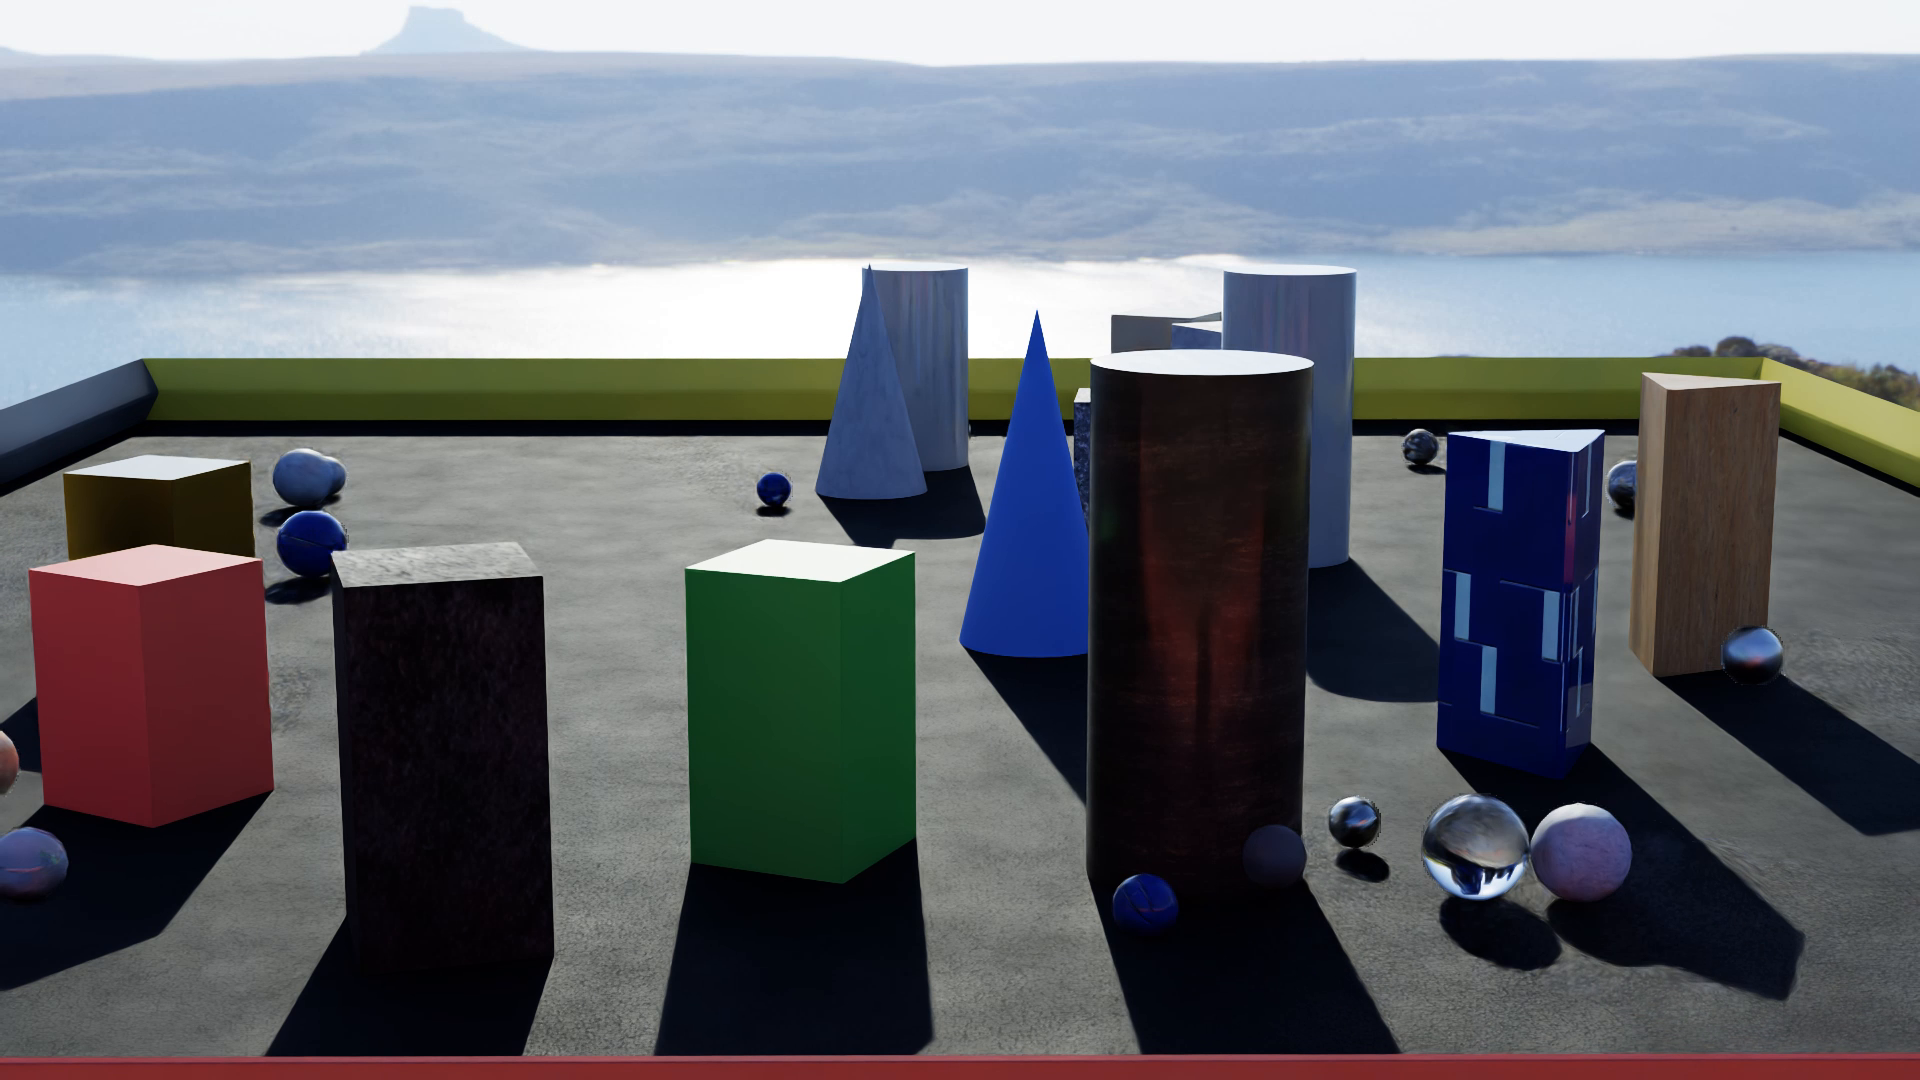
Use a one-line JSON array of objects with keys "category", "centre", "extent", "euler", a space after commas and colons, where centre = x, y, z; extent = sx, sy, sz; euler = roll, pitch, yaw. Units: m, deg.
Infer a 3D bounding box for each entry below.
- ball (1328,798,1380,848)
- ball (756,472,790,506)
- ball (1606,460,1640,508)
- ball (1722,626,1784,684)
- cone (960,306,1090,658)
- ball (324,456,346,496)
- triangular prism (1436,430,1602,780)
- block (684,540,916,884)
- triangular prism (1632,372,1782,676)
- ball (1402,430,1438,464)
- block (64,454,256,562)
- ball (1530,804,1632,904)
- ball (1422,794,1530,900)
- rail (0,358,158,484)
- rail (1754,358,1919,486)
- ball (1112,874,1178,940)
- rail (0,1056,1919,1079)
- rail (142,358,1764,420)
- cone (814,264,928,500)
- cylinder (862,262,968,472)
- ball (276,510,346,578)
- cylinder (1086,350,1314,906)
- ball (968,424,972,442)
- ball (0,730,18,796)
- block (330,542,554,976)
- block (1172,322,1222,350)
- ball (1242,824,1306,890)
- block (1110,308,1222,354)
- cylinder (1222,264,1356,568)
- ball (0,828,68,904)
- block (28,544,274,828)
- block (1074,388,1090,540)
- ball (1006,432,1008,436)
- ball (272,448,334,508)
[{"category": "ball", "centre": [0.369, 0.265, 2.405], "extent": [0.047, 0.047, 0.047], "euler": [0, 11, 0]}, {"category": "ball", "centre": [-0.311, -0.085, 4.282], "extent": [0.057, 0.057, 0.057], "euler": [0, 11, 0]}, {"category": "ball", "centre": [1.113, -0.092, 4.260], "extent": [0.079, 0.079, 0.079], "euler": [0, 11, 0]}, {"category": "ball", "centre": [0.943, 0.137, 3.052], "extent": [0.069, 0.069, 0.069], "euler": [0, 11, 0]}, {"category": "cone", "centre": [0.096, -0.082, 3.250], "extent": [0.196, 0.428, 0.196], "euler": [0, 11, 0]}, {"category": "ball", "centre": [-1.084, -0.110, 4.388], "extent": [0.067, 0.067, 0.067], "euler": [0, 11, 0]}, {"category": "triangular prism", "centre": [0.626, 0.059, 2.726], "extent": [0.147, 0.342, 0.170], "euler": [-8, 13, -36]}, {"category": "block", "centre": [-0.145, 0.155, 2.386], "extent": [0.157, 0.277, 0.157], "euler": [5, 11, 24]}, {"category": "triangular prism", "centre": [0.884, -0.025, 3.161], "extent": [0.170, 0.348, 0.147], "euler": [-5, 12, -25]}, {"category": "ball", "centre": [0.847, -0.171, 4.724], "extent": [0.066, 0.066, 0.066], "euler": [0, 11, 0]}, {"category": "block", "centre": [-0.985, 0.028, 3.174], "extent": [0.157, 0.239, 0.157], "euler": [4, 11, 20]}, {"category": "ball", "centre": [0.546, 0.275, 2.257], "extent": [0.087, 0.087, 0.087], "euler": [0, 11, 0]}, {"category": "ball", "centre": [0.455, 0.271, 2.263], "extent": [0.094, 0.094, 0.094], "euler": [0, 11, 0]}, {"category": "rail", "centre": [-1.656, 0.034, 3.440], "extent": [0.045, 0.127, 3.803], "euler": [0, 11, 0]}, {"category": "rail", "centre": [1.656, 0.031, 3.458], "extent": [0.045, 0.127, 3.803], "euler": [0, 11, 0]}, {"category": "ball", "centre": [0.156, 0.309, 2.160], "extent": [0.056, 0.056, 0.056], "euler": [0, 11, 0]}, {"category": "rail", "centre": [0.011, 0.375, 1.602], "extent": [3.360, 0.127, 0.045], "euler": [0, 11, 0]}, {"category": "rail", "centre": [-0.011, -0.310, 5.295], "extent": [3.360, 0.127, 0.045], "euler": [0, 11, 0]}, {"category": "cone", "centre": [-0.154, -0.281, 4.412], "extent": [0.196, 0.395, 0.196], "euler": [0, 11, 0]}, {"category": "cylinder", "centre": [-0.082, -0.320, 4.712], "extent": [0.196, 0.363, 0.196], "euler": [0, 11, 0]}, {"category": "ball", "centre": [-0.930, 0.005, 3.683], "extent": [0.098, 0.098, 0.098], "euler": [0, 11, 0]}, {"category": "cylinder", "centre": [0.213, 0.073, 2.305], "extent": [0.196, 0.468, 0.196], "euler": [0, 11, 0]}, {"category": "ball", "centre": [-0.005, -0.206, 4.937], "extent": [0.057, 0.057, 0.057], "euler": [0, 11, 0]}, {"category": "ball", "centre": [-0.980, 0.223, 2.557], "extent": [0.079, 0.079, 0.079], "euler": [0, 11, 0]}, {"category": "block", "centre": [-0.434, 0.177, 2.146], "extent": [0.157, 0.321, 0.157], "euler": [-3, 11, -17]}, {"category": "block", "centre": [0.460, -0.208, 4.280], "extent": [0.157, 0.299, 0.157], "euler": [-6, 12, -28]}, {"category": "ball", "centre": [0.273, 0.275, 2.229], "extent": [0.056, 0.056, 0.056], "euler": [0, 11, 0]}, {"category": "block", "centre": [0.380, -0.279, 4.716], "extent": [0.157, 0.279, 0.157], "euler": [5, 12, 27]}, {"category": "cylinder", "centre": [0.484, -0.186, 3.810], "extent": [0.196, 0.429, 0.196], "euler": [0, 11, 0]}, {"category": "ball", "centre": [-0.819, 0.286, 2.256], "extent": [0.067, 0.067, 0.067], "euler": [0, 11, 0]}, {"category": "block", "centre": [-0.806, 0.141, 2.563], "extent": [0.157, 0.239, 0.157], "euler": [6, 12, 31]}, {"category": "block", "centre": [0.245, -0.079, 3.691], "extent": [0.157, 0.260, 0.157], "euler": [1, 11, 5]}, {"category": "ball", "centre": [0.112, -0.198, 4.920], "extent": [0.047, 0.047, 0.047], "euler": [0, 11, 0]}, {"category": "ball", "centre": [-1.093, -0.104, 4.271], "extent": [0.098, 0.098, 0.098], "euler": [0, 11, 0]}]
